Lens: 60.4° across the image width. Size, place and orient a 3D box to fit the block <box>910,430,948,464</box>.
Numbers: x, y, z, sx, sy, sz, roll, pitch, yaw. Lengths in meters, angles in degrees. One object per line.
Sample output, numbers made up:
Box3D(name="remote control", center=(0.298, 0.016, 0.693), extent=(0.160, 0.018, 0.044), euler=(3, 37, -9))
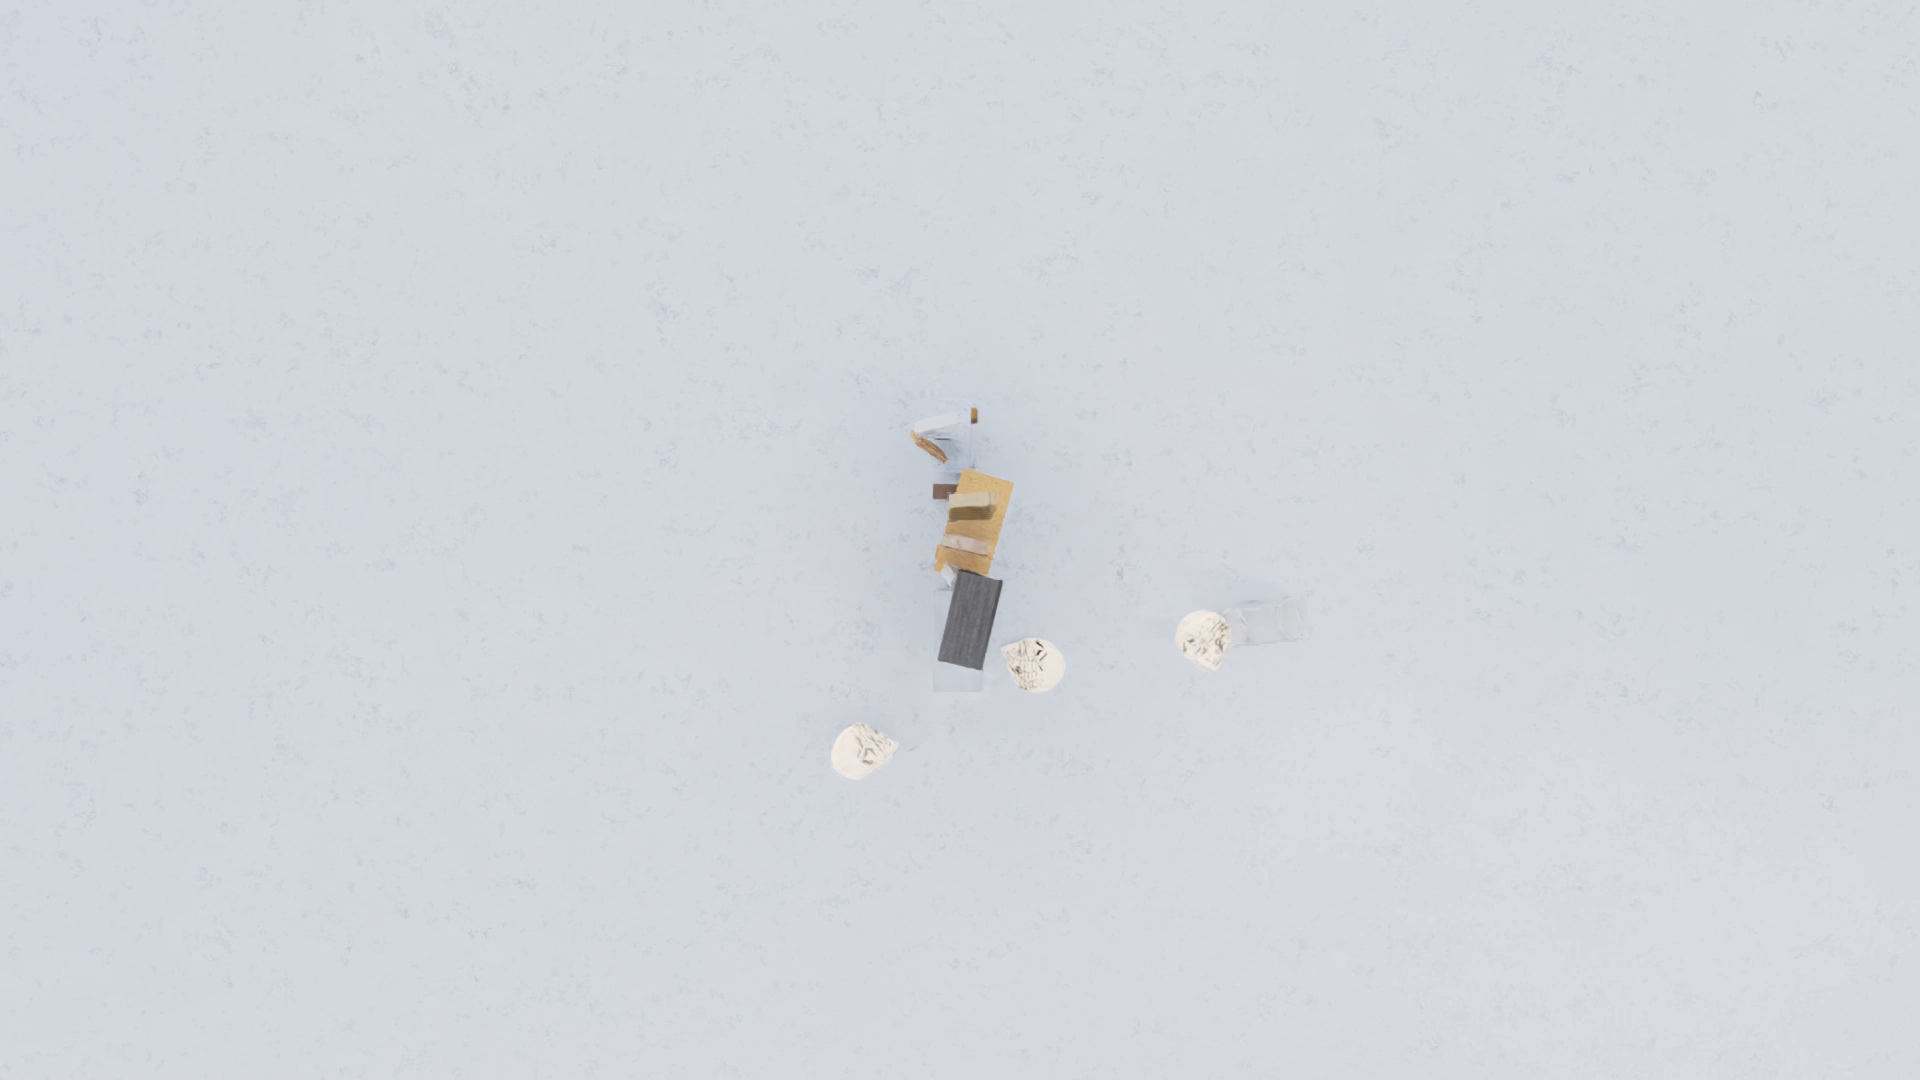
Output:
Box3D(name="block", center=(-0.096, -0.291, 5.159), extent=(0.019, 0.068, 0.135), euler=(-45, 134, 12))

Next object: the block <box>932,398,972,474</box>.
Box3D(name="block", center=(-0.026, -0.331, 5.245), extent=(0.118, 0.033, 0.236), euler=(1, 90, 3))

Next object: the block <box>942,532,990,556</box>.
Box3D(name="block", center=(0.018, 0.014, 4.982), extent=(0.137, 0.275, 0.039), euler=(13, 89, 1))

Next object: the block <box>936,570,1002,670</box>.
Box3D(name="block", center=(0.029, 0.235, 4.823), extent=(0.135, 0.038, 0.269), euler=(13, 92, -3))

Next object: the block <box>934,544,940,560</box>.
Box3D(name="block", center=(0.005, 0.055, 5.334), extent=(0.166, 0.332, 0.047), euler=(13, 90, 0))

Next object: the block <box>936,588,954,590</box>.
Box3D(name="block", center=(-0.004, 0.189, 5.343), extent=(0.157, 0.313, 0.044), euler=(0, 92, 0))

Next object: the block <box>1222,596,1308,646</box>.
Box3D(name="block", center=(0.995, 0.263, 5.374), extent=(0.275, 0.039, 0.137), euler=(-10, 86, 39))

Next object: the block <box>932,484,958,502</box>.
Box3D(name="block", center=(-0.002, -0.151, 5.334), extent=(0.166, 0.332, 0.047), euler=(1, 90, 0))

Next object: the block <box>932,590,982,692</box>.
Box3D(name="block", center=(-0.005, 0.317, 5.163), extent=(0.157, 0.044, 0.313), euler=(1, 90, 0))

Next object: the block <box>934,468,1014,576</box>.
Box3D(name="block", center=(0.043, -0.041, 5.144), extent=(0.166, 0.047, 0.332), euler=(16, 90, 0))

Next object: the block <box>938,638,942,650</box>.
Box3D(name="block", center=(0.000, 0.321, 4.994), extent=(0.135, 0.291, 0.038), euler=(1, 88, 0))

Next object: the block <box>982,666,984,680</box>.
Box3D(name="block", center=(-0.004, 0.405, 5.342), extent=(0.157, 0.313, 0.044), euler=(0, 94, 0))

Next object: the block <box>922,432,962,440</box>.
Box3D(name="block", center=(-0.057, -0.325, 5.155), extent=(0.068, 0.135, 0.019), euler=(4, 91, 27))

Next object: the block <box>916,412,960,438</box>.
Box3D(name="block", center=(-0.070, -0.355, 5.093), extent=(0.135, 0.068, 0.019), euler=(-13, 124, 5))

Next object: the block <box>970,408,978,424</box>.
Box3D(name="block", center=(-0.004, -0.406, 5.380), extent=(0.118, 0.236, 0.033), euler=(1, 90, 2))

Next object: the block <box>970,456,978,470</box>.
Box3D(name="block", center=(-0.006, -0.249, 5.379), extent=(0.118, 0.236, 0.033), euler=(1, 90, 3))

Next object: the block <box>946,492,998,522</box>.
Box3D(name="block", center=(0.034, -0.099, 4.978), extent=(0.137, 0.275, 0.039), euler=(-4, 82, -3))

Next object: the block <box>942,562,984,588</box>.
Box3D(name="block", center=(0.025, 0.122, 4.977), extent=(0.135, 0.269, 0.038), euler=(20, 95, -9))
